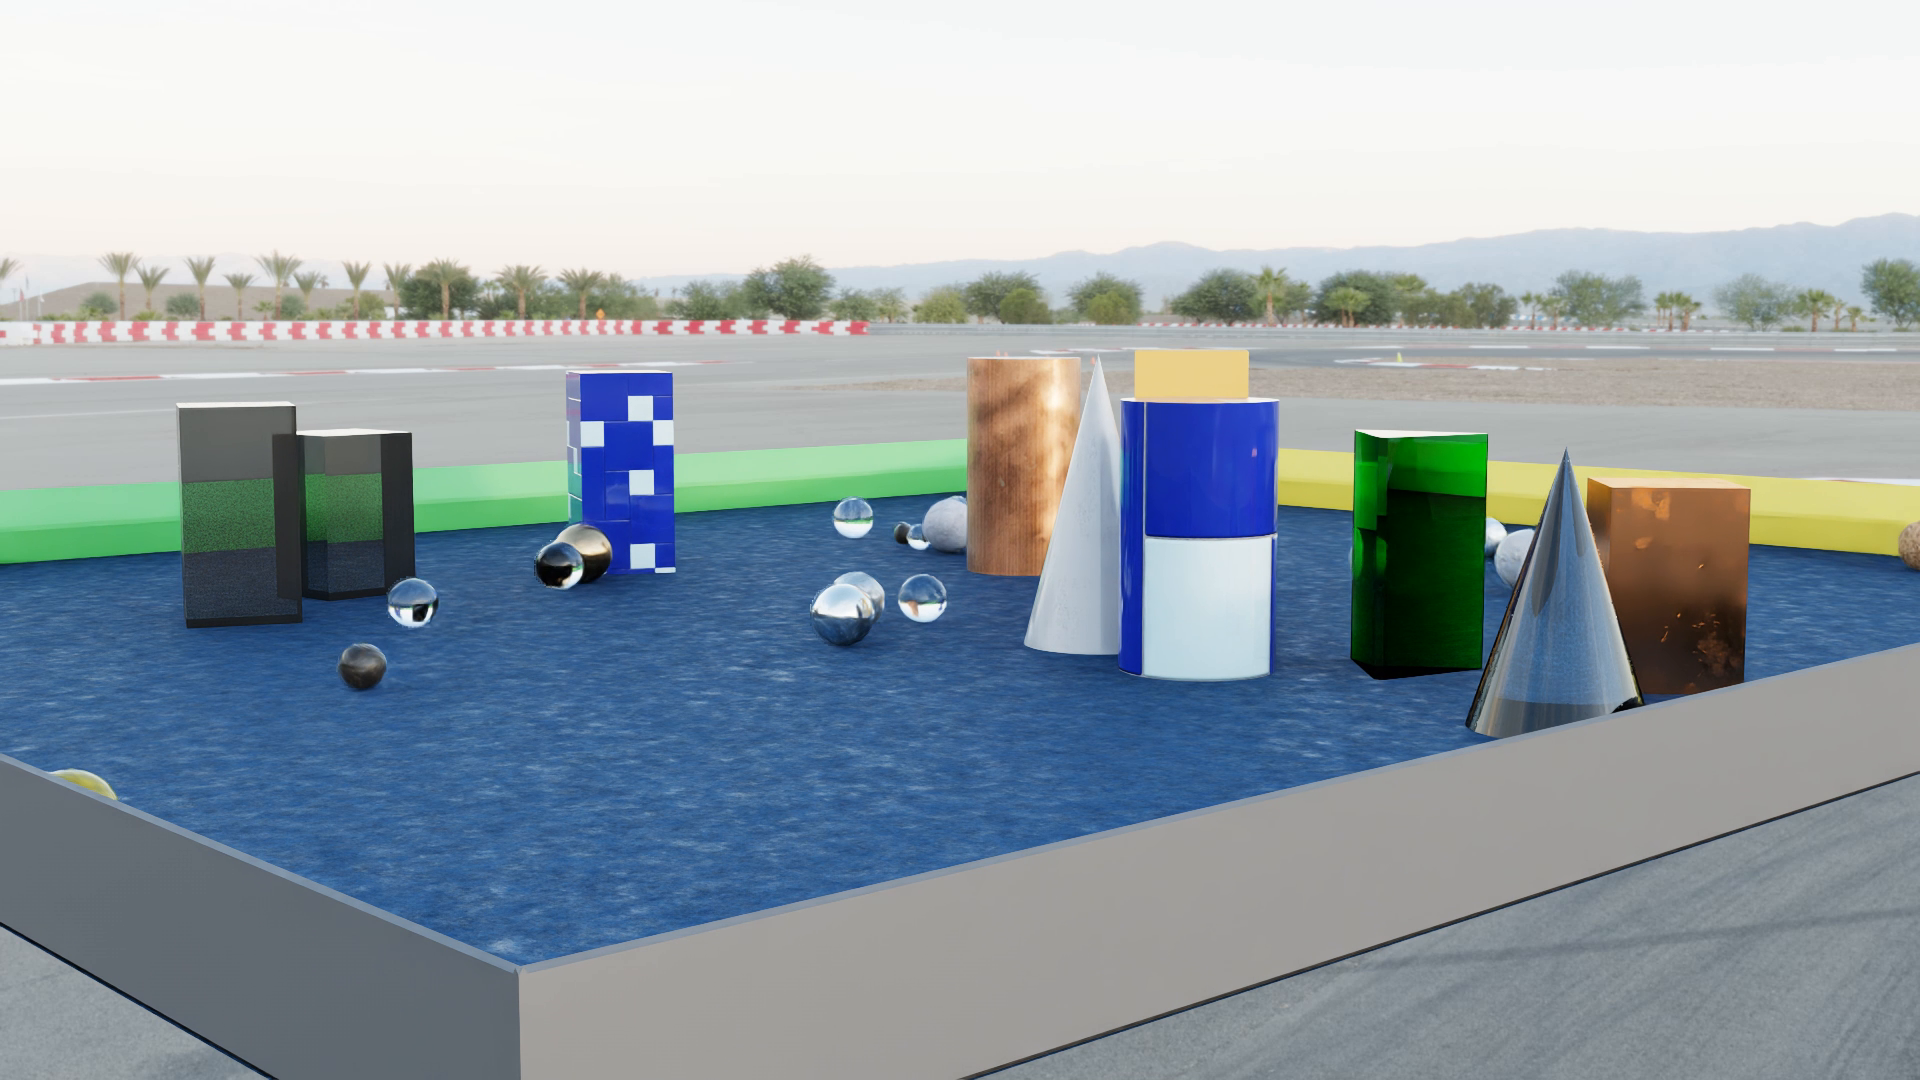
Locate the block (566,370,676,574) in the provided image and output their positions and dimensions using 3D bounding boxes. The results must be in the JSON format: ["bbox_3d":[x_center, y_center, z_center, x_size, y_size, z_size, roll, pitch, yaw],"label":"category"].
[{"bbox_3d":[-0.583,-0.119,3.773,0.156,0.339,0.156,-2,6,-19],"label":"block"}]

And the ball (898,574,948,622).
[{"bbox_3d":[-0.053,0.083,3.136,0.069,0.069,0.069,0,6,0],"label":"ball"}]

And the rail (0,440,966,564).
[{"bbox_3d":[-1.022,-0.082,4.433,3.403,0.127,0.045,-5,8,-42],"label":"rail"}]

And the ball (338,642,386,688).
[{"bbox_3d":[-0.704,0.148,2.592,0.054,0.054,0.054,0,6,0],"label":"ball"}]

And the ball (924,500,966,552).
[{"bbox_3d":[-0.019,-0.026,4.044,0.097,0.097,0.097,0,6,0],"label":"ball"}]

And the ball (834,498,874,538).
[{"bbox_3d":[-0.208,-0.042,4.285,0.078,0.078,0.078,0,6,0],"label":"ball"}]

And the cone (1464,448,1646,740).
[{"bbox_3d":[0.640,0.051,2.336,0.195,0.301,0.195,0,6,0],"label":"cone"}]

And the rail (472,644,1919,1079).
[{"bbox_3d":[1.022,0.148,2.231,3.403,0.127,0.045,-5,8,-42],"label":"rail"}]

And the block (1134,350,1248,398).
[{"bbox_3d":[0.327,-0.076,3.126,0.156,0.387,0.156,1,6,6],"label":"block"}]

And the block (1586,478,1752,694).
[{"bbox_3d":[0.837,0.052,2.617,0.156,0.240,0.156,1,6,6],"label":"block"}]

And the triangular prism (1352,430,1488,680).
[{"bbox_3d":[0.541,0.012,2.743,0.169,0.293,0.146,-3,7,-30],"label":"triangular prism"}]

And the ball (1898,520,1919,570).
[{"bbox_3d":[1.647,0.010,3.750,0.088,0.088,0.088,0,6,0],"label":"ball"}]

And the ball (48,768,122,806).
[{"bbox_3d":[-0.711,0.223,1.756,0.080,0.080,0.080,0,6,0],"label":"ball"}]

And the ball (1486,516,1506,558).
[{"bbox_3d":[0.940,-0.004,3.937,0.075,0.075,0.075,0,6,0],"label":"ball"}]

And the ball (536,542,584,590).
[{"bbox_3d":[-0.639,0.041,3.509,0.076,0.076,0.076,0,6,0],"label":"ball"}]

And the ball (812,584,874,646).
[{"bbox_3d":[-0.155,0.100,2.918,0.082,0.082,0.082,0,6,0],"label":"ball"}]

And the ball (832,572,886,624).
[{"bbox_3d":[-0.145,0.085,3.067,0.081,0.081,0.081,0,6,0],"label":"ball"}]

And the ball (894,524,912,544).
[{"bbox_3d":[-0.105,-0.011,4.177,0.040,0.040,0.040,0,6,0],"label":"ball"}]

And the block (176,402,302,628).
[{"bbox_3d":[-1.038,-0.040,3.164,0.156,0.309,0.156,-2,6,-21],"label":"block"}]

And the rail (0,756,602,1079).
[{"bbox_3d":[-1.233,0.152,2.200,0.045,0.127,3.060,-5,8,-42],"label":"rail"}]

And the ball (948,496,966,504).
[{"bbox_3d":[-0.005,-0.055,4.459,0.068,0.068,0.068,0,6,0],"label":"ball"}]

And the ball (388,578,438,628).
[{"bbox_3d":[-0.768,0.088,3.089,0.069,0.069,0.069,0,6,0],"label":"ball"}]

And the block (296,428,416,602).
[{"bbox_3d":[-0.972,-0.043,3.463,0.156,0.253,0.156,5,8,42],"label":"block"}]

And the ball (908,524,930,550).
[{"bbox_3d":[-0.075,-0.005,4.088,0.046,0.046,0.046,0,6,0],"label":"ball"}]

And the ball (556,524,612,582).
[{"bbox_3d":[-0.618,0.022,3.596,0.096,0.096,0.096,0,6,0],"label":"ball"}]

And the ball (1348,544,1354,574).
[{"bbox_3d":[0.671,0.031,3.543,0.089,0.089,0.089,0,6,0],"label":"ball"}]

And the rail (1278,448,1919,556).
[{"bbox_3d":[1.233,-0.086,4.463,0.045,0.127,3.060,-5,8,-42],"label":"rail"}]

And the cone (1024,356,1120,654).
[{"bbox_3d":[0.183,-0.054,2.924,0.195,0.387,0.195,0,6,0],"label":"cone"}]

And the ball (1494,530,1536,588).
[{"bbox_3d":[0.898,0.032,3.488,0.097,0.097,0.097,0,6,0],"label":"ball"}]

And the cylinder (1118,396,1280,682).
[{"bbox_3d":[0.294,-0.006,2.721,0.195,0.334,0.195,0,6,0],"label":"cylinder"}]

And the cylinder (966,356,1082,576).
[{"bbox_3d":[0.109,-0.130,3.766,0.195,0.363,0.195,0,6,0],"label":"cylinder"}]
